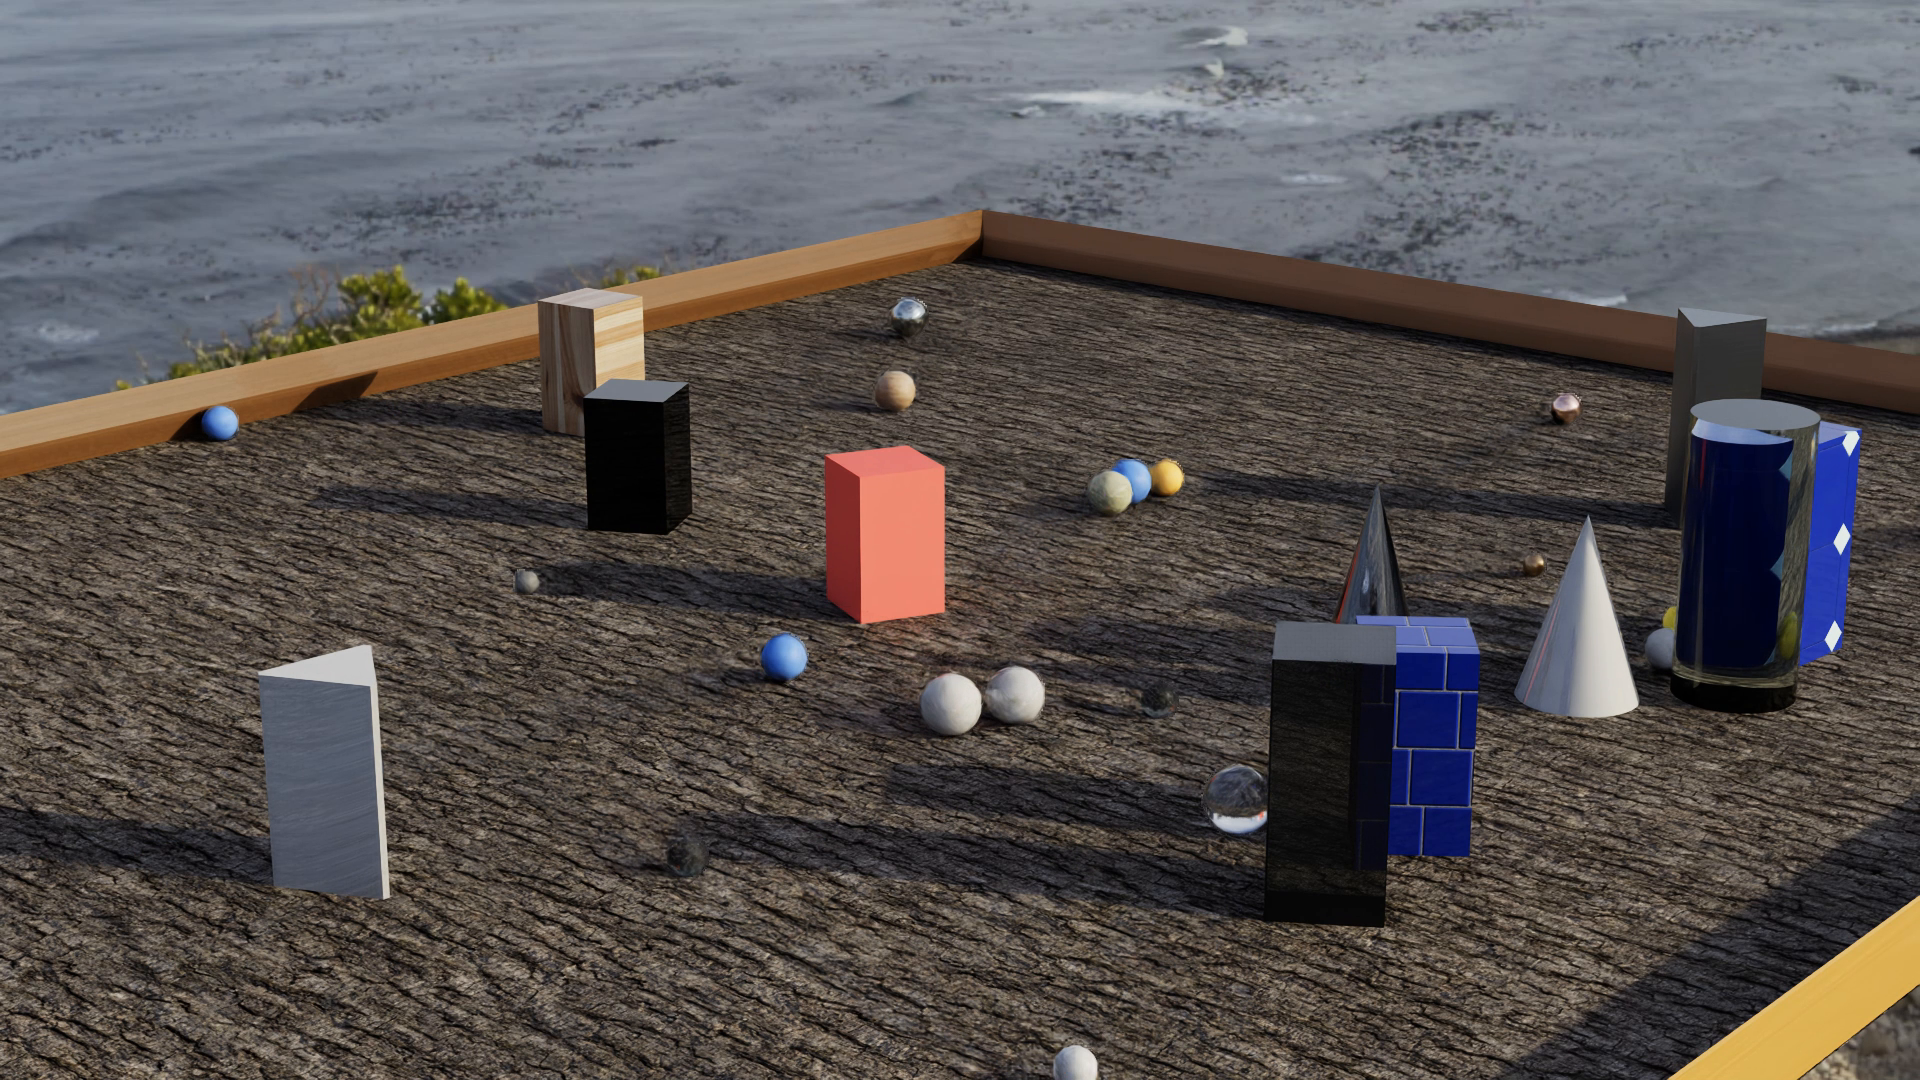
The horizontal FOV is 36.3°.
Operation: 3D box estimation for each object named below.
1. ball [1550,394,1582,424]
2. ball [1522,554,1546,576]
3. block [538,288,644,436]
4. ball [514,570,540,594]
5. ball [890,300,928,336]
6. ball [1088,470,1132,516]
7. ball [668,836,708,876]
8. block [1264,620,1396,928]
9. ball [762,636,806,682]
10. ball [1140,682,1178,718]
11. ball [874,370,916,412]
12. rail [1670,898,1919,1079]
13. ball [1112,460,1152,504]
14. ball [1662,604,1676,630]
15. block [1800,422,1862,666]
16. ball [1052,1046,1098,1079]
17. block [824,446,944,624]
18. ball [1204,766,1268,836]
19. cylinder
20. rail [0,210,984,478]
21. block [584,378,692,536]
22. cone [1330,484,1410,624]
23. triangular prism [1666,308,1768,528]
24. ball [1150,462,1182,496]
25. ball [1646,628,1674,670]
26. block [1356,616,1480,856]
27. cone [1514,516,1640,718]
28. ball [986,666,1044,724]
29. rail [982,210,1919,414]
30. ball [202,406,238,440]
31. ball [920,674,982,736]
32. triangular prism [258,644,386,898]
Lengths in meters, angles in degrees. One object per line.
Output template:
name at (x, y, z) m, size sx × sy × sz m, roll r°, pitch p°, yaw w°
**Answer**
ball at (1.294, -0.279, 6.262) m, size 0.063 × 0.063 × 0.063 m, roll 0°, pitch 17°, yaw 0°
ball at (1.024, 0.045, 5.227) m, size 0.040 × 0.040 × 0.040 m, roll 0°, pitch 17°, yaw 0°
block at (-0.778, -0.375, 6.206) m, size 0.155 × 0.279 × 0.155 m, roll 11°, pitch 20°, yaw 33°
ball at (-0.758, 0.074, 5.127) m, size 0.042 × 0.042 × 0.042 m, roll 0°, pitch 17°, yaw 0°
ball at (-0.123, -0.534, 7.062) m, size 0.090 × 0.090 × 0.090 m, roll 0°, pitch 17°, yaw 0°
ball at (0.287, -0.089, 5.594) m, size 0.086 × 0.086 × 0.086 m, roll 0°, pitch 17°, yaw 0°
ball at (-0.366, 0.425, 3.942) m, size 0.054 × 0.054 × 0.054 m, roll 0°, pitch 17°, yaw 0°
block at (0.482, 0.303, 3.818) m, size 0.155 × 0.360 × 0.155 m, roll 2°, pitch 17°, yaw 8°
ball at (-0.282, 0.189, 4.693) m, size 0.073 × 0.073 × 0.073 m, roll 0°, pitch 17°, yaw 0°
ball at (0.308, 0.247, 4.529) m, size 0.056 × 0.056 × 0.056 m, roll 0°, pitch 17°, yaw 0°
ball at (-0.141, -0.324, 6.365) m, size 0.089 × 0.089 × 0.089 m, roll 0°, pitch 17°, yaw 0°
rail at (1.443, 0.393, 3.921) m, size 0.045 × 0.126 × 4.639 m, roll 14°, pitch 22°, yaw 39°
ball at (0.329, -0.112, 5.670) m, size 0.085 × 0.085 × 0.085 m, roll 0°, pitch 17°, yaw 0°
ball at (1.200, 0.142, 4.839) m, size 0.079 × 0.079 × 0.079 m, roll 0°, pitch 17°, yaw 0°
block at (1.350, -0.001, 4.802) m, size 0.155 × 0.374 × 0.155 m, roll -16°, pitch 23°, yaw -42°
ball at (0.132, 0.604, 3.353) m, size 0.052 × 0.052 × 0.052 m, roll 0°, pitch 17°, yaw 0°
block at (-0.129, -0.011, 5.036) m, size 0.155 × 0.258 × 0.155 m, roll -8°, pitch 18°, yaw -24°
ball at (0.388, 0.362, 4.079) m, size 0.097 × 0.097 × 0.097 m, roll 0°, pitch 17°, yaw 0°
cylinder at (1.224, 0.024, 4.579) m, size 0.194 × 0.455 × 0.194 m, roll 0°, pitch 17°, yaw 0°
rail at (-1.443, -0.330, 6.319) m, size 0.045 × 0.126 × 4.639 m, roll 14°, pitch 22°, yaw 39°
block at (-0.606, -0.158, 5.527) m, size 0.155 × 0.256 × 0.155 m, roll 4°, pitch 17°, yaw 12°
cone at (0.643, 0.079, 4.563) m, size 0.194 × 0.358 × 0.194 m, roll 0°, pitch 17°, yaw 0°
triangular prism at (1.398, -0.235, 5.551) m, size 0.168 × 0.390 × 0.146 m, roll -9°, pitch 19°, yaw -26°
ball at (0.401, -0.119, 5.725) m, size 0.068 × 0.068 × 0.068 m, roll 0°, pitch 17°, yaw 0°
ball at (1.143, 0.177, 4.742) m, size 0.068 × 0.068 × 0.068 m, roll 0°, pitch 17°, yaw 0°
block at (0.624, 0.269, 4.047) m, size 0.155 × 0.293 × 0.155 m, roll 1°, pitch 17°, yaw 4°
cone at (0.974, 0.103, 4.586) m, size 0.194 × 0.300 × 0.194 m, roll 0°, pitch 17°, yaw 0°
ball at (0.084, 0.239, 4.500) m, size 0.090 × 0.090 × 0.090 m, roll 0°, pitch 17°, yaw 0°
rail at (1.505, -0.469, 6.780) m, size 3.869 × 0.126 × 0.045 m, roll 14°, pitch 22°, yaw 39°
ball at (-1.548, -0.244, 6.128) m, size 0.073 × 0.073 × 0.073 m, roll 0°, pitch 17°, yaw 0°
ball at (-0.013, 0.250, 4.454) m, size 0.095 × 0.095 × 0.095 m, roll 0°, pitch 17°, yaw 0°
triangular prism at (-0.818, 0.304, 3.921) m, size 0.168 × 0.299 × 0.146 m, roll 5°, pitch 17°, yaw 16°
